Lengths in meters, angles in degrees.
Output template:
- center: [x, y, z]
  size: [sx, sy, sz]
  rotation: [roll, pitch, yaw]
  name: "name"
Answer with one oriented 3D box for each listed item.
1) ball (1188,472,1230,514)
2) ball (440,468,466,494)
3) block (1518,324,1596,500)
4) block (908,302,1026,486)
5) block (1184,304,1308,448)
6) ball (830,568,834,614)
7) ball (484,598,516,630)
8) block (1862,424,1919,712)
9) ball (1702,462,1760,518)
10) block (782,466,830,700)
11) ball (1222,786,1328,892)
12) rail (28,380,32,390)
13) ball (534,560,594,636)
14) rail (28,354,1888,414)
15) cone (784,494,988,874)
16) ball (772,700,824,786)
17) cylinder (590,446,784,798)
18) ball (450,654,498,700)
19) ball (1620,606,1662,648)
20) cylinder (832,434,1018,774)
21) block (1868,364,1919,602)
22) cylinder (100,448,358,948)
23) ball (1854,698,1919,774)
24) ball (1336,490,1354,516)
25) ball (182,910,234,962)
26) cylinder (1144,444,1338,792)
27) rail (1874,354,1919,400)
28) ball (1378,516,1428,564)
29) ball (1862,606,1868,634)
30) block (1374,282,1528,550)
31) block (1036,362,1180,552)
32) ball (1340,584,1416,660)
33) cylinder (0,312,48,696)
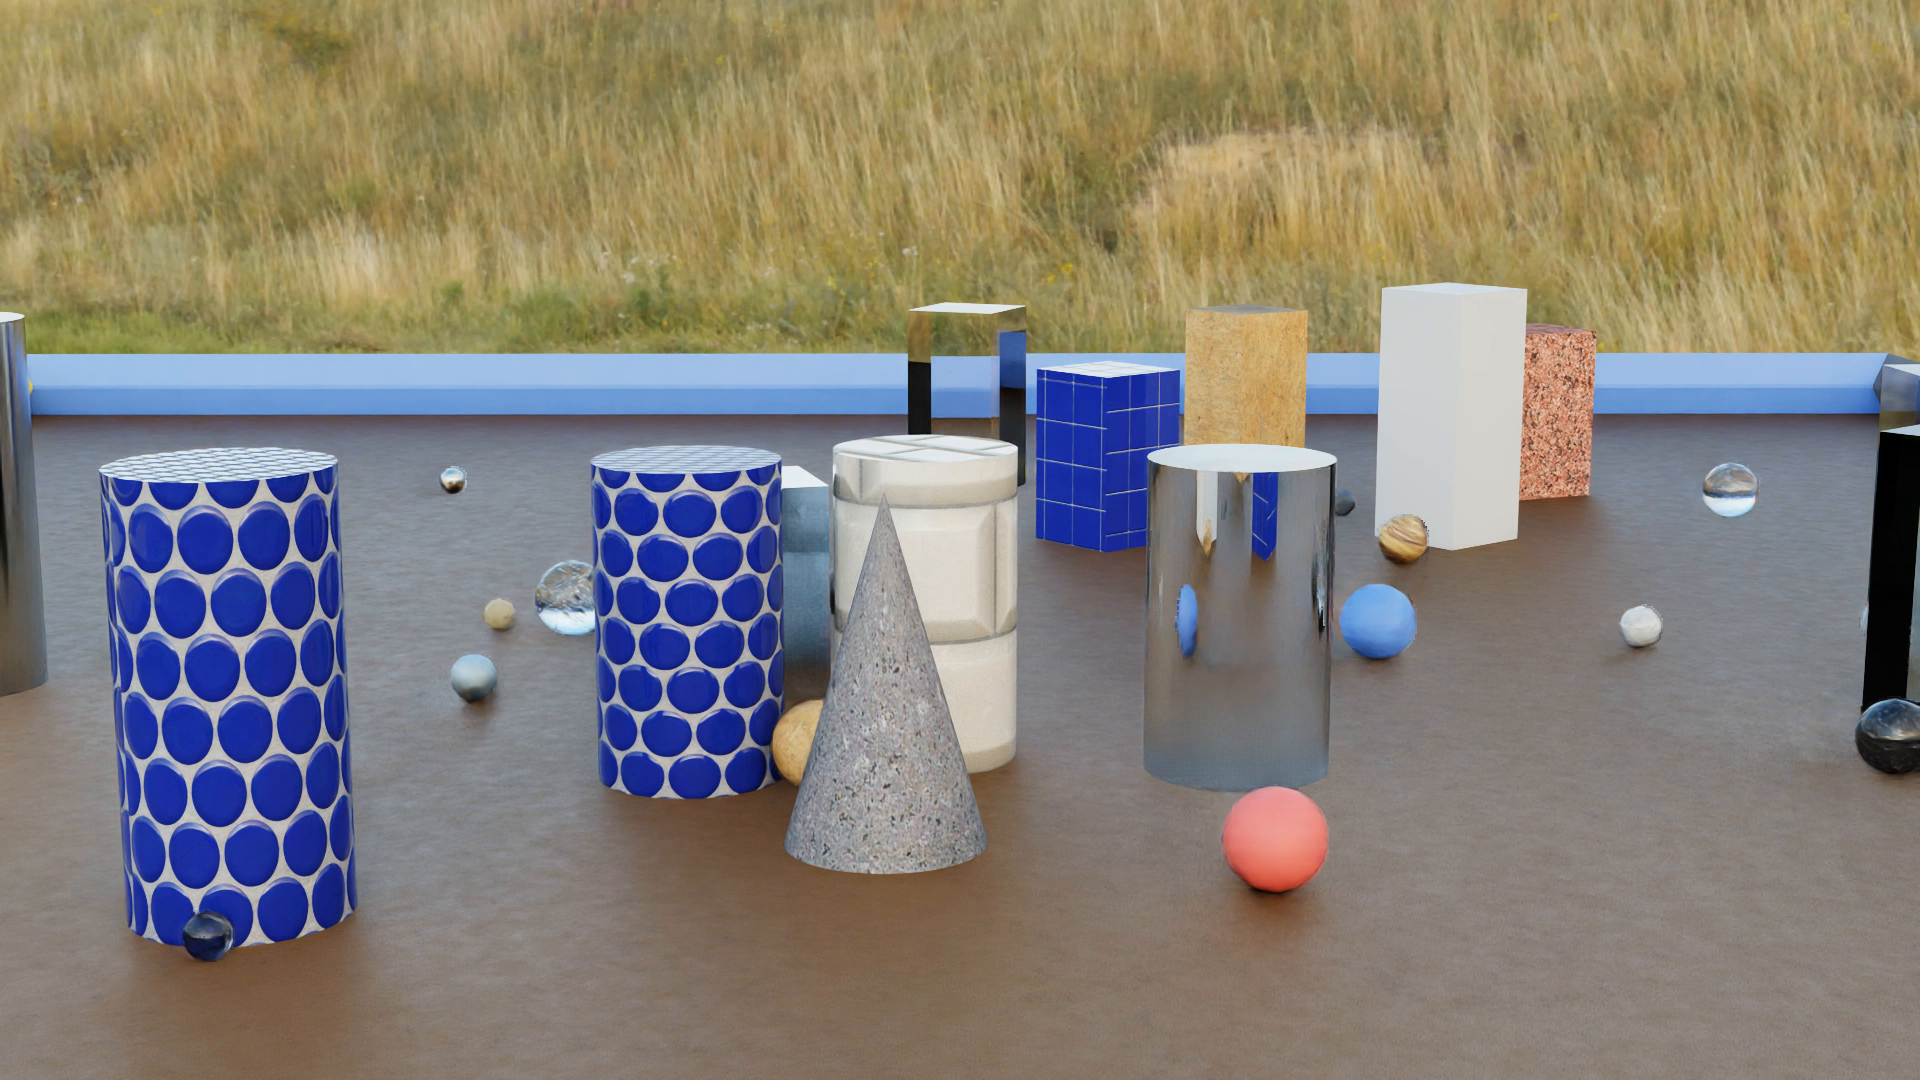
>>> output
- center: [0.407, -0.076, 4.195]
  size: [0.069, 0.069, 0.069]
  rotation: [0, 11, 0]
  name: "ball"
- center: [-0.870, -0.101, 4.400]
  size: [0.044, 0.044, 0.044]
  rotation: [0, 11, 0]
  name: "ball"
- center: [0.975, -0.223, 4.404]
  size: [0.155, 0.280, 0.155]
  rotation: [-4, 11, -22]
  name: "block"
- center: [0.013, -0.245, 4.438]
  size: [0.155, 0.313, 0.155]
  rotation: [5, 11, 24]
  name: "block"
- center: [0.518, -0.275, 4.662]
  size: [0.155, 0.289, 0.155]
  rotation: [-7, 13, -34]
  name: "block"
- center: [-0.147, 0.068, 3.402]
  size: [0.075, 0.075, 0.075]
  rotation: [0, 11, 0]
  name: "ball"
- center: [-0.600, 0.097, 3.341]
  size: [0.040, 0.040, 0.040]
  rotation: [0, 11, 0]
  name: "ball"
- center: [1.133, 0.040, 2.875]
  size: [0.155, 0.323, 0.155]
  rotation: [-9, 14, -40]
  name: "block"
- center: [1.250, -0.080, 4.161]
  size: [0.090, 0.090, 0.090]
  rotation: [0, 11, 0]
  name: "ball"
- center: [-0.247, 0.051, 3.015]
  size: [0.155, 0.250, 0.155]
  rotation: [-3, 11, -16]
  name: "block"
- center: [0.280, 0.266, 2.284]
  size: [0.094, 0.094, 0.094]
  rotation: [0, 11, 0]
  name: "ball"
- center: [-1.939, 0.034, 3.438]
  size: [0.045, 0.126, 3.949]
  rotation: [0, 11, 0]
  name: "rail"
- center: [-0.499, 0.075, 3.305]
  size: [0.097, 0.097, 0.097]
  rotation: [0, 11, 0]
  name: "ball"
- center: [-0.011, -0.324, 5.367]
  size: [3.926, 0.126, 0.045]
  rotation: [0, 11, 0]
  name: "rail"
- center: [-0.070, 0.120, 2.401]
  size: [0.194, 0.338, 0.194]
  rotation: [0, 11, 0]
  name: "cone"
- center: [-0.145, 0.208, 2.602]
  size: [0.092, 0.092, 0.092]
  rotation: [0, 11, 0]
  name: "ball"
- center: [-0.278, 0.080, 2.639]
  size: [0.194, 0.330, 0.194]
  rotation: [0, 11, 0]
  name: "cylinder"
- center: [-0.563, 0.159, 2.971]
  size: [0.054, 0.054, 0.054]
  rotation: [0, 11, 0]
  name: "ball"
- center: [0.860, 0.110, 3.243]
  size: [0.051, 0.051, 0.051]
  rotation: [0, 11, 0]
  name: "ball"
- center: [-0.036, 0.066, 2.717]
  size: [0.194, 0.330, 0.194]
  rotation: [0, 11, 0]
  name: "cylinder"
- center: [1.328, -0.063, 3.425]
  size: [0.155, 0.325, 0.155]
  rotation: [0, 11, -2]
  name: "block"
- center: [-0.624, 0.129, 2.200]
  size: [0.194, 0.393, 0.194]
  rotation: [0, 11, 0]
  name: "cylinder"
- center: [0.970, 0.204, 2.662]
  size: [0.078, 0.078, 0.078]
  rotation: [0, 11, 0]
  name: "ball"
- center: [0.622, -0.060, 4.182]
  size: [0.042, 0.042, 0.042]
  rotation: [0, 11, 0]
  name: "ball"
- center: [-0.618, 0.325, 2.109]
  size: [0.041, 0.041, 0.041]
  rotation: [0, 11, 0]
  name: "ball"
- center: [0.289, 0.077, 2.663]
  size: [0.194, 0.328, 0.194]
  rotation: [0, 11, 0]
  name: "cylinder"
- center: [1.939, 0.030, 3.460]
  size: [0.045, 0.126, 3.949]
  rotation: [0, 11, 0]
  name: "rail"
- center: [0.652, 0.000, 3.778]
  size: [0.072, 0.072, 0.072]
  rotation: [0, 11, 0]
  name: "ball"
- center: [1.174, 0.103, 3.240]
  size: [0.065, 0.065, 0.065]
  rotation: [0, 11, 0]
  name: "ball"
- center: [0.757, -0.194, 3.960]
  size: [0.155, 0.387, 0.155]
  rotation: [-9, 14, -39]
  name: "block"
- center: [0.227, -0.131, 3.954]
  size: [0.155, 0.265, 0.155]
  rotation: [-9, 14, -40]
  name: "block"
- center: [0.517, 0.101, 3.175]
  size: [0.093, 0.093, 0.093]
  rotation: [0, 11, 0]
  name: "ball"
- center: [-1.188, -0.043, 3.015]
  size: [0.194, 0.434, 0.194]
  rotation: [0, 11, 0]
  name: "cylinder"
